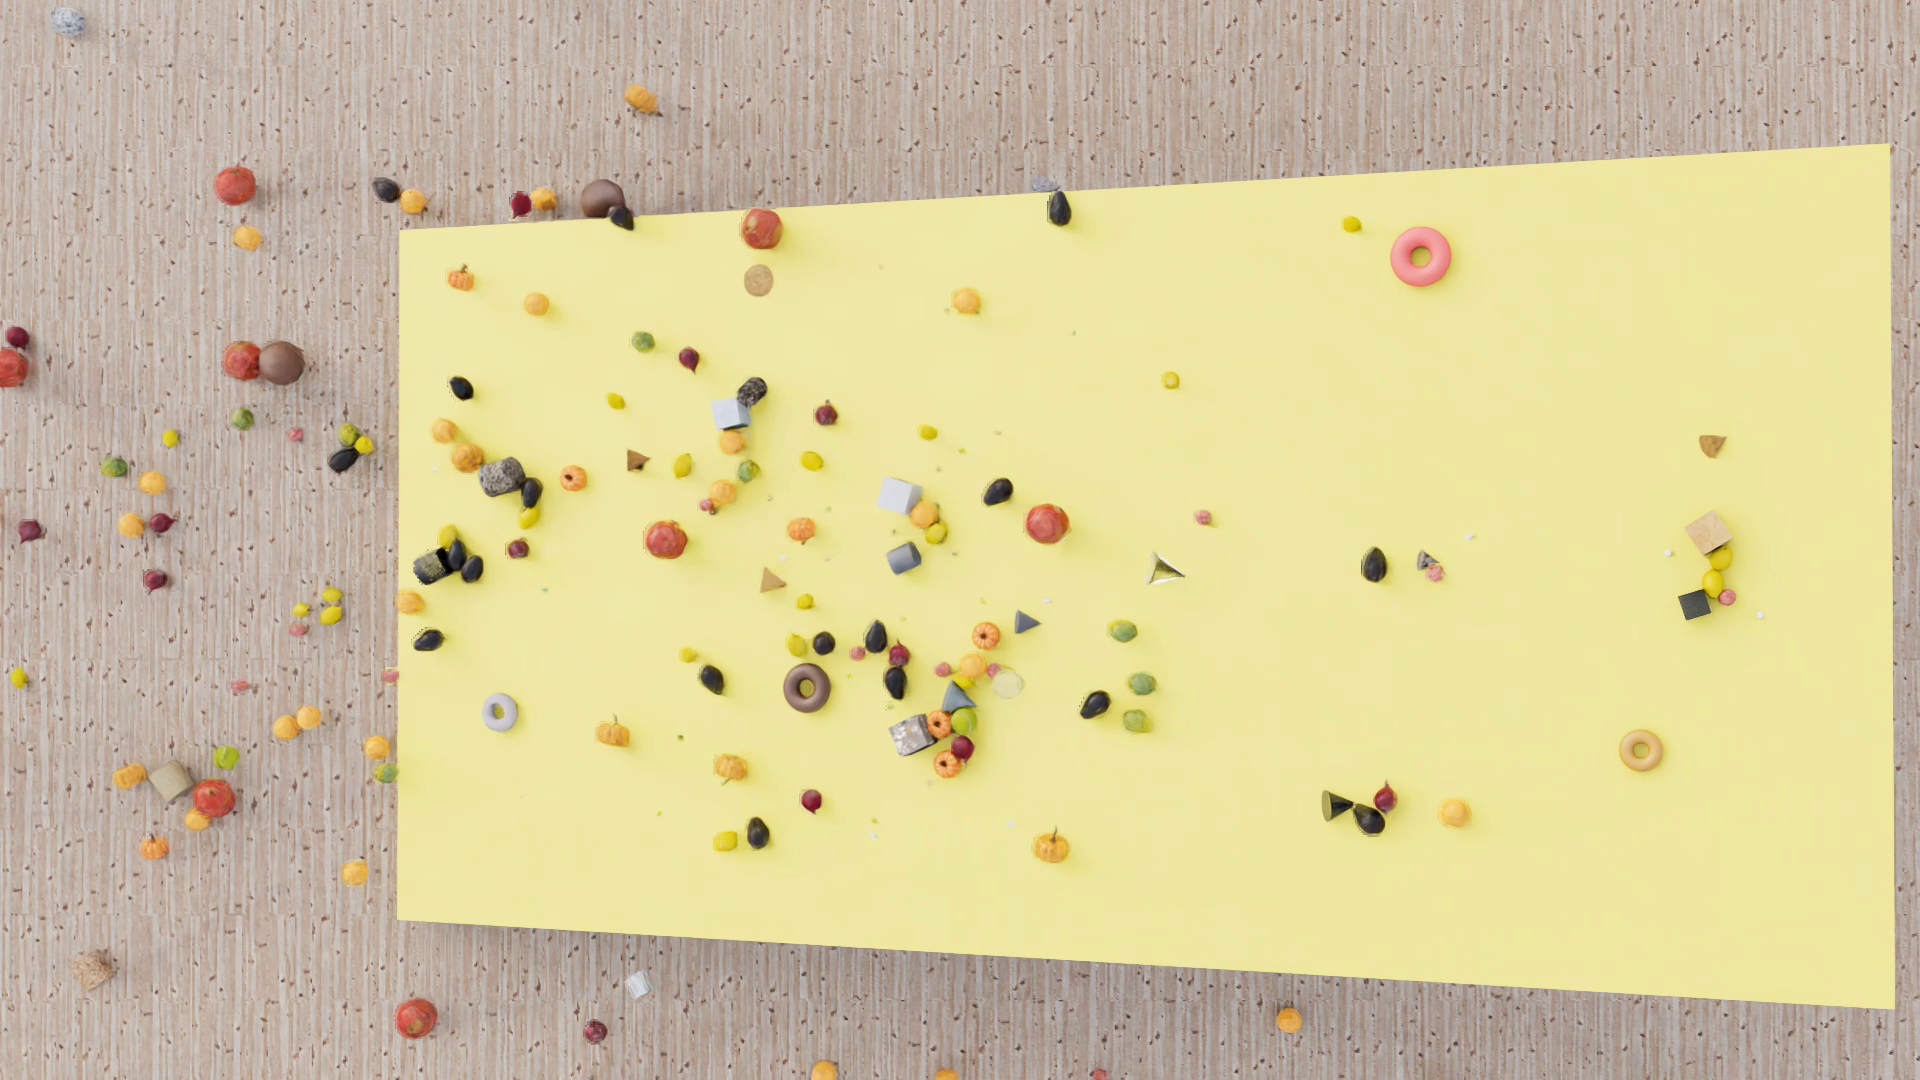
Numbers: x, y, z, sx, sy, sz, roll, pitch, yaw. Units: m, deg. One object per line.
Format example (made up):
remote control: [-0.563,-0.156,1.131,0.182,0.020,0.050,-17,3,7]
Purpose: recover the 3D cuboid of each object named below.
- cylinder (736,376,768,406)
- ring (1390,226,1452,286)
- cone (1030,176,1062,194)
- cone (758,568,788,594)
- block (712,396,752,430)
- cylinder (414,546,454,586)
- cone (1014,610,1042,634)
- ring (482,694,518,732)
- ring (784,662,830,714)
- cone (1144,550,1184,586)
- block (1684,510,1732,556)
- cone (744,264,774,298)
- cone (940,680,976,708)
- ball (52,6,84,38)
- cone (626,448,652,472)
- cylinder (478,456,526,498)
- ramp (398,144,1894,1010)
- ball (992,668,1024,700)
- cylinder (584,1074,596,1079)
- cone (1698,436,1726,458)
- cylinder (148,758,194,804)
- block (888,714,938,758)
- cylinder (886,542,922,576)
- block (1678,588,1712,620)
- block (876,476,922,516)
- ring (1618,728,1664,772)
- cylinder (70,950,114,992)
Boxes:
cylinder: [-0.565,-0.403,5.977,0.062,0.062,0.062,11,121,19]
ring: [1.134,-0.698,5.415,0.150,0.050,0.150,0,90,20]
cone: [0.261,-1.008,6.313,0.083,0.083,0.083,1,88,-44]
cone: [-0.502,0.116,5.974,0.076,0.076,0.076,11,89,-8]
block: [-0.624,-0.344,6.001,0.075,0.075,0.075,-12,85,18]
cylinder: [-1.506,0.076,6.294,0.083,0.083,0.083,-34,89,27]
cone: [0.181,0.215,5.740,0.067,0.067,0.067,4,89,-8]
ring: [-1.307,0.491,6.245,0.112,0.037,0.112,0,90,18]
ring: [-0.414,0.400,5.934,0.137,0.046,0.137,-1,88,19]
cone: [0.531,0.082,5.615,0.095,0.095,0.095,14,89,-9]
block: [1.760,-0.017,5.174,0.079,0.079,0.079,-34,79,16]
cone: [-0.566,-0.710,5.978,0.091,0.091,0.091,0,89,19]
cone: [0.007,0.425,5.792,0.088,0.088,0.088,27,89,10]
ball: [-2.616,-1.521,6.453,0.088,0.088,0.088,0,89,0]
cone: [-0.891,-0.224,6.114,0.068,0.068,0.068,-3,89,-8]
cylinder: [-1.296,-0.177,6.219,0.094,0.094,0.094,-16,89,18]
ramp: [0.279,0.091,5.777,4.000,0.100,2.000,0,89,19]
ball: [0.124,0.376,5.730,0.081,0.081,0.081,0,89,0]
cylinder: [-1.082,1.620,6.411,0.086,0.086,0.086,-37,89,0]
cone: [1.789,-0.233,5.195,0.059,0.059,0.059,-31,89,-17]
cylinder: [-2.301,0.704,6.420,0.093,0.093,0.093,-37,89,0]
block: [-0.124,0.516,5.812,0.084,0.084,0.084,-27,81,17]
cylinder: [-0.149,0.049,5.835,0.069,0.069,0.069,-24,89,17]
block: [1.734,0.152,5.191,0.060,0.060,0.060,-19,83,18]
block: [-0.160,-0.117,5.834,0.083,0.083,0.083,18,95,18]
ring: [1.622,0.502,5.238,0.103,0.034,0.103,-1,88,19]
cylinder: [-2.530,1.256,6.414,0.089,0.089,0.089,-33,89,0]
